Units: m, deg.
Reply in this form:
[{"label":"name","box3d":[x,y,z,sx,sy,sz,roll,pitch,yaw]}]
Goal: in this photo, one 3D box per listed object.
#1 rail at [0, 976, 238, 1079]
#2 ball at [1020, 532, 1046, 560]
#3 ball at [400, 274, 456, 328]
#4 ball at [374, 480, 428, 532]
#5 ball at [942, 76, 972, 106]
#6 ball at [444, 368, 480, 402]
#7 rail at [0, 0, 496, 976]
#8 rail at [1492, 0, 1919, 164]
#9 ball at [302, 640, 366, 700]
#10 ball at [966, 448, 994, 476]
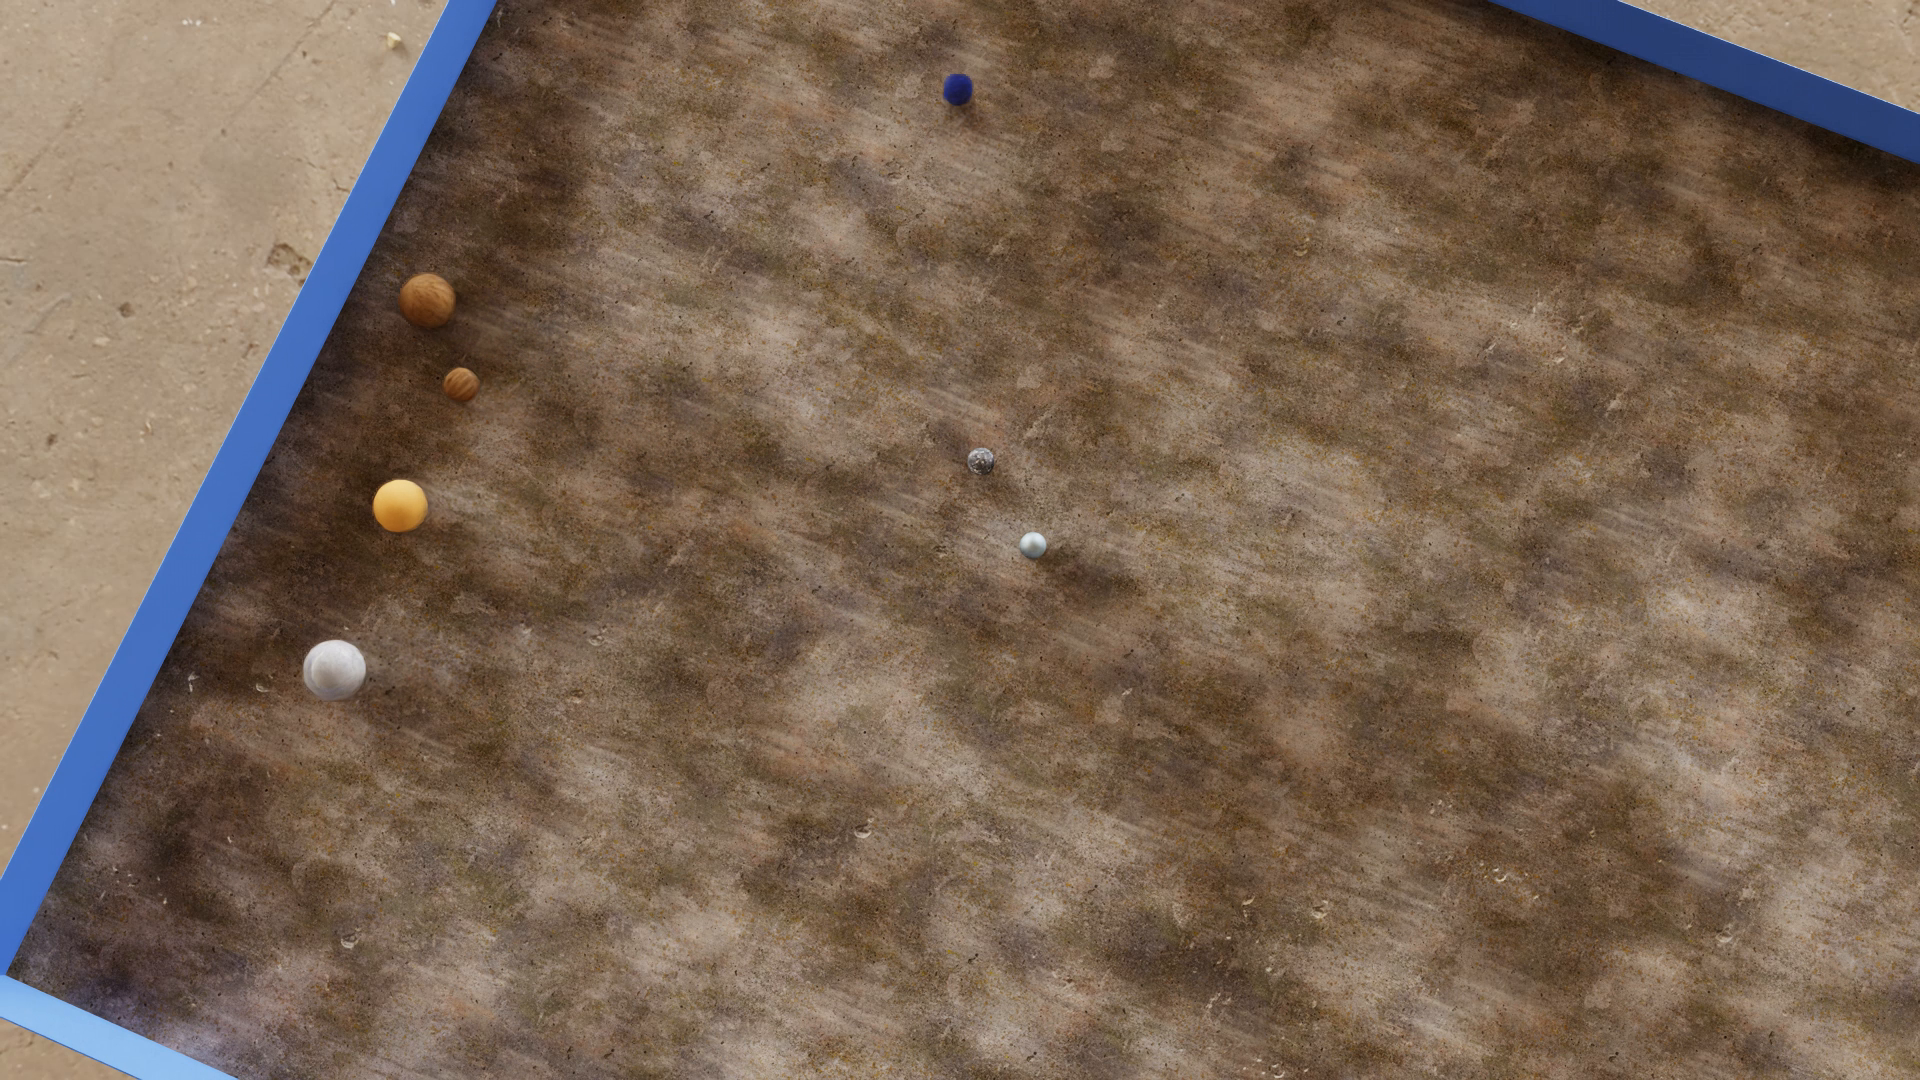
[{"label":"rail","box3d":[0.531,1.426,2.970,4.233,0.117,0.045,22,78,5]},{"label":"ball","box3d":[0.110,0.008,3.326,0.041,0.041,0.041,0,77,0]},{"label":"ball","box3d":[-0.819,-0.368,3.388,0.084,0.084,0.084,0,77,0]},{"label":"ball","box3d":[-0.845,-0.051,3.319,0.080,0.080,0.080,0,77,0]},{"label":"ball","box3d":[-0.004,-0.712,3.484,0.047,0.047,0.047,0,77,0]},{"label":"ball","box3d":[-0.764,-0.238,3.375,0.053,0.053,0.053,0,77,0]},{"label":"rail","box3d":[-0.954,-0.398,3.377,0.045,0.117,2.342,22,78,5]},{"label":"rail","box3d":[1.420,-0.639,3.431,4.233,0.117,0.045,22,78,5]},{"label":"ball","box3d":[-0.927,0.193,3.260,0.090,0.090,0.090,0,77,0]},{"label":"ball","box3d":[0.032,-0.120,3.354,0.043,0.043,0.043,0,77,0]}]
